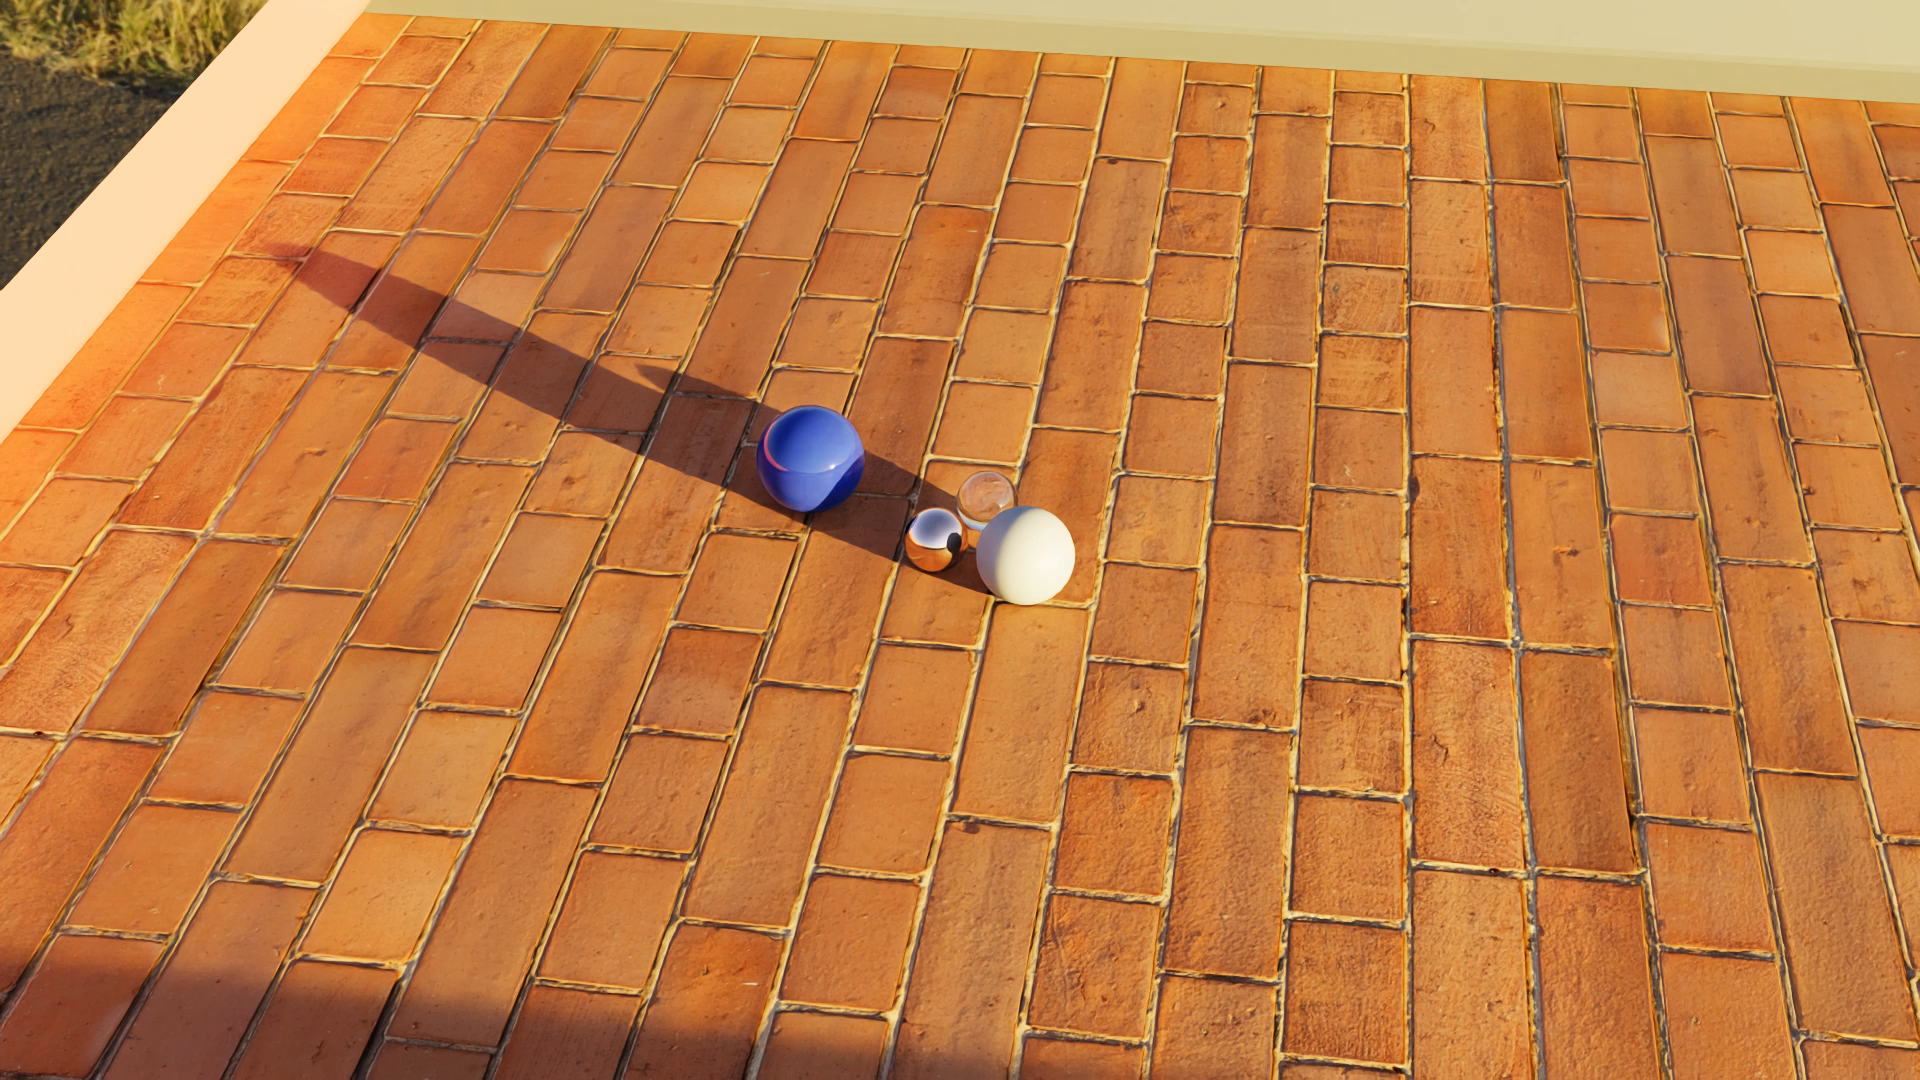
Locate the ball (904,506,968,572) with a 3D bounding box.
[{"bbox_3d":[-0.018,0.000,1.939,0.049,0.049,0.049,0,35,0],"label":"ball"}]

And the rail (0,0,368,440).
[{"bbox_3d":[-0.773,-0.083,2.003,0.045,0.110,1.930,5,35,7],"label":"rail"}]

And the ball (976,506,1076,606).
[{"bbox_3d":[0.048,0.011,1.900,0.074,0.074,0.074,0,35,0],"label":"ball"}]

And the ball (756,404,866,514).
[{"bbox_3d":[-0.117,-0.063,1.998,0.085,0.085,0.085,0,35,0],"label":"ball"}]

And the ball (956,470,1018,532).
[{"bbox_3d":[0.021,-0.030,1.982,0.049,0.049,0.049,0,35,0],"label":"ball"}]

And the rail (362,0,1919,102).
[{"bbox_3d":[0.929,-0.485,2.584,3.216,0.110,0.045,5,35,7],"label":"rail"}]
